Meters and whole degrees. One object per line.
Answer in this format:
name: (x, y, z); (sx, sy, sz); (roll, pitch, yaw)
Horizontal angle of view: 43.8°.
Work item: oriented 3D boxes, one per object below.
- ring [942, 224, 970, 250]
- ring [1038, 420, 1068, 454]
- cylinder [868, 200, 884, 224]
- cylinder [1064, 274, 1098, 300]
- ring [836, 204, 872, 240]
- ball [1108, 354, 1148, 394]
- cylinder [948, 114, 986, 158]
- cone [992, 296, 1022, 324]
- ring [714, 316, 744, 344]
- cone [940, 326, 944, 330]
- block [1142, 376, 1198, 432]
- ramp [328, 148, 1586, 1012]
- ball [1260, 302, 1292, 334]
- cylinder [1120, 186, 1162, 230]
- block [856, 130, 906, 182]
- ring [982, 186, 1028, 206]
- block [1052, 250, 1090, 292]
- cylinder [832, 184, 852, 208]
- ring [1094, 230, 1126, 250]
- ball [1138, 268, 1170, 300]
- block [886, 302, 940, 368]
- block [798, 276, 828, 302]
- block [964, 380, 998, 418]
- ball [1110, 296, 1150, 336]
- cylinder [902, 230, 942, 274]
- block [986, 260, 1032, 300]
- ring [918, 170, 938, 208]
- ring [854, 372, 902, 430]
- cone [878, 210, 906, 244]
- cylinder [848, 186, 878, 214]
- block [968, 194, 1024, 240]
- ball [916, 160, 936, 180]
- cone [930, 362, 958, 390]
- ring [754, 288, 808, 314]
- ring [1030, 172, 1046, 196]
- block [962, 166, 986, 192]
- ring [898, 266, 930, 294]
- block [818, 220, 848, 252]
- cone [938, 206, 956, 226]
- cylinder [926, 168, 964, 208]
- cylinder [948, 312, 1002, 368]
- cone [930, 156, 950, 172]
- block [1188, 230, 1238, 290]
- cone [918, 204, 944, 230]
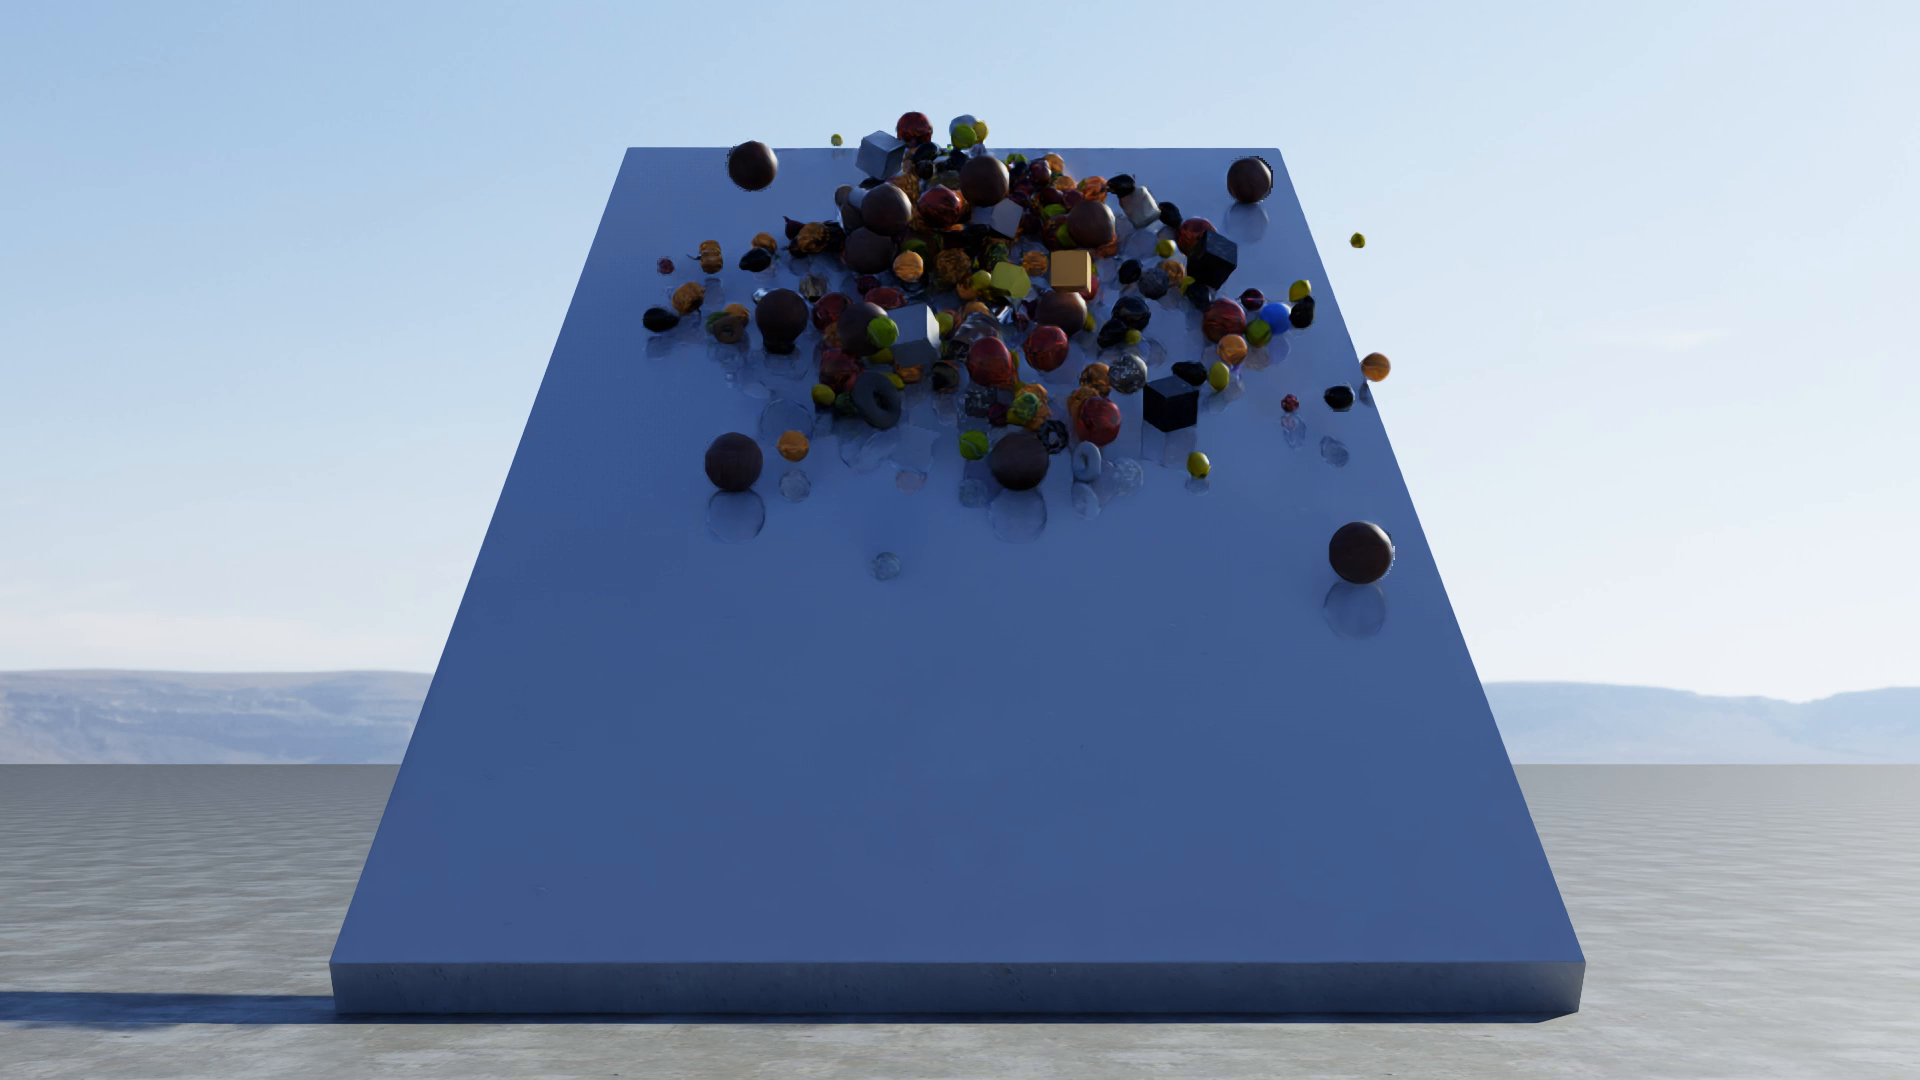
ring: (-0.011, -0.834, 6.564); (0.080, 0.080, 0.027); (0, -21, -2)
ring: (0.205, -0.228, 5.276); (0.079, 0.079, 0.026); (-4, -4, 35)
cylinder: (-0.260, -0.923, 6.692); (0.069, 0.069, 0.069); (34, -20, 14)
cylinder: (0.312, -0.661, 6.189); (0.069, 0.069, 0.069); (6, -8, -28)
ring: (-0.288, -0.869, 6.520); (0.113, 0.113, 0.038); (5, -36, -45)
ball: (0.387, -0.382, 5.497); (0.092, 0.092, 0.092); (0, -5, 0)
cylinder: (0.021, -1.190, 7.067); (0.097, 0.097, 0.097); (-8, -31, -5)
cone: (0.135, -0.596, 6.037); (0.080, 0.080, 0.080); (-6, 23, 48)
ring: (-0.579, -0.525, 5.962); (0.077, 0.077, 0.026); (0, 34, -2)
cone: (-0.080, -0.529, 5.972); (0.087, 0.087, 0.087); (-1, -5, -18)
block: (0.490, -0.317, 5.560); (0.090, 0.090, 0.090); (-16, 33, -27)
ramp: (-0.011, -0.223, 5.584); (2.000, 0.100, 4.000); (0, 28, 0)
ball: (0.799, -0.560, 6.029); (0.083, 0.083, 0.083); (0, -5, 0)
cylinder: (0.504, -0.929, 6.677); (0.086, 0.086, 0.086); (-29, -11, -7)
block: (-0.229, -1.116, 6.922); (0.095, 0.095, 0.095); (31, 37, 19)
ring: (0.129, -0.984, 6.856); (0.136, 0.045, 0.136); (5, 21, -2)
block: (0.273, -0.661, 5.876); (0.087, 0.087, 0.087); (-1, -4, 9)
cylinder: (-0.319, -0.954, 6.627); (0.065, 0.065, 0.065); (1, 12, -7)
ring: (0.414, -0.830, 6.588); (0.094, 0.031, 0.094); (0, 30, 0)
ball: (0.495, -0.655, 6.087); (0.081, 0.081, 0.081); (0, -5, 0)
block: (-0.110, -0.485, 5.649); (0.100, 0.100, 0.100); (-10, -29, 14)
block: (-0.380, -0.648, 6.170); (0.051, 0.051, 0.051); (-1, -11, -40)
block: (0.050, -0.332, 5.614); (0.065, 0.065, 0.065); (7, 29, 12)
ball: (0.431, -0.567, 6.022); (0.099, 0.099, 0.099); (0, -5, 0)
cylinder: (-0.101, -0.770, 6.375); (0.084, 0.084, 0.084); (-3, -40, 31)
block: (0.126, -0.664, 6.194); (0.077, 0.077, 0.077); (18, -21, 30)
ring: (-0.079, -1.013, 6.848); (0.041, 0.122, 0.122); (12, -11, -31)
ring: (-0.192, -0.323, 5.532); (0.046, 0.139, 0.139); (-22, -18, 38)
cone: (-0.202, -0.838, 6.484); (0.086, 0.086, 0.086); (23, -18, 8)
cylinder: (-0.250, -0.873, 6.127); (0.055, 0.055, 0.055); (29, 10, 28)
block: (0.096, -0.853, 6.290); (0.090, 0.090, 0.090); (23, -6, -34)
ball: (-0.090, -0.970, 6.241); (0.052, 0.052, 0.052); (0, -5, 0)
cone: (-0.049, -0.366, 5.551); (0.071, 0.071, 0.071); (-3, 36, 28)
ring: (-0.449, -0.602, 5.990); (0.143, 0.048, 0.143); (9, 11, -2)
ring: (0.226, -1.037, 6.940); (0.025, 0.075, 0.075); (-25, -14, 20)
block: (0.041, -1.032, 6.842); (0.051, 0.051, 0.051); (-10, -25, 28)
ring: (-0.123, -0.687, 6.293); (0.087, 0.087, 0.029); (1, -31, -11)
block: (-0.350, -0.833, 6.557); (0.064, 0.064, 0.064); (11, 30, 19)
cone: (-0.023, -0.885, 6.599); (0.072, 0.072, 0.072); (-5, 38, 4)
cylinder: (-0.041, -0.968, 6.571); (0.092, 0.092, 0.092); (-12, -5, 0)
cylinder: (0.036, -0.483, 5.753); (0.095, 0.095, 0.095); (26, -26, 14)
cone: (-0.053, -1.056, 6.778); (0.057, 0.057, 0.057); (-7, 24, 3)
block: (0.656, -0.729, 6.197); (0.093, 0.093, 0.093); (25, -48, -15)
cone: (-0.095, -0.857, 6.485); (0.077, 0.077, 0.077); (38, 8, -6)
